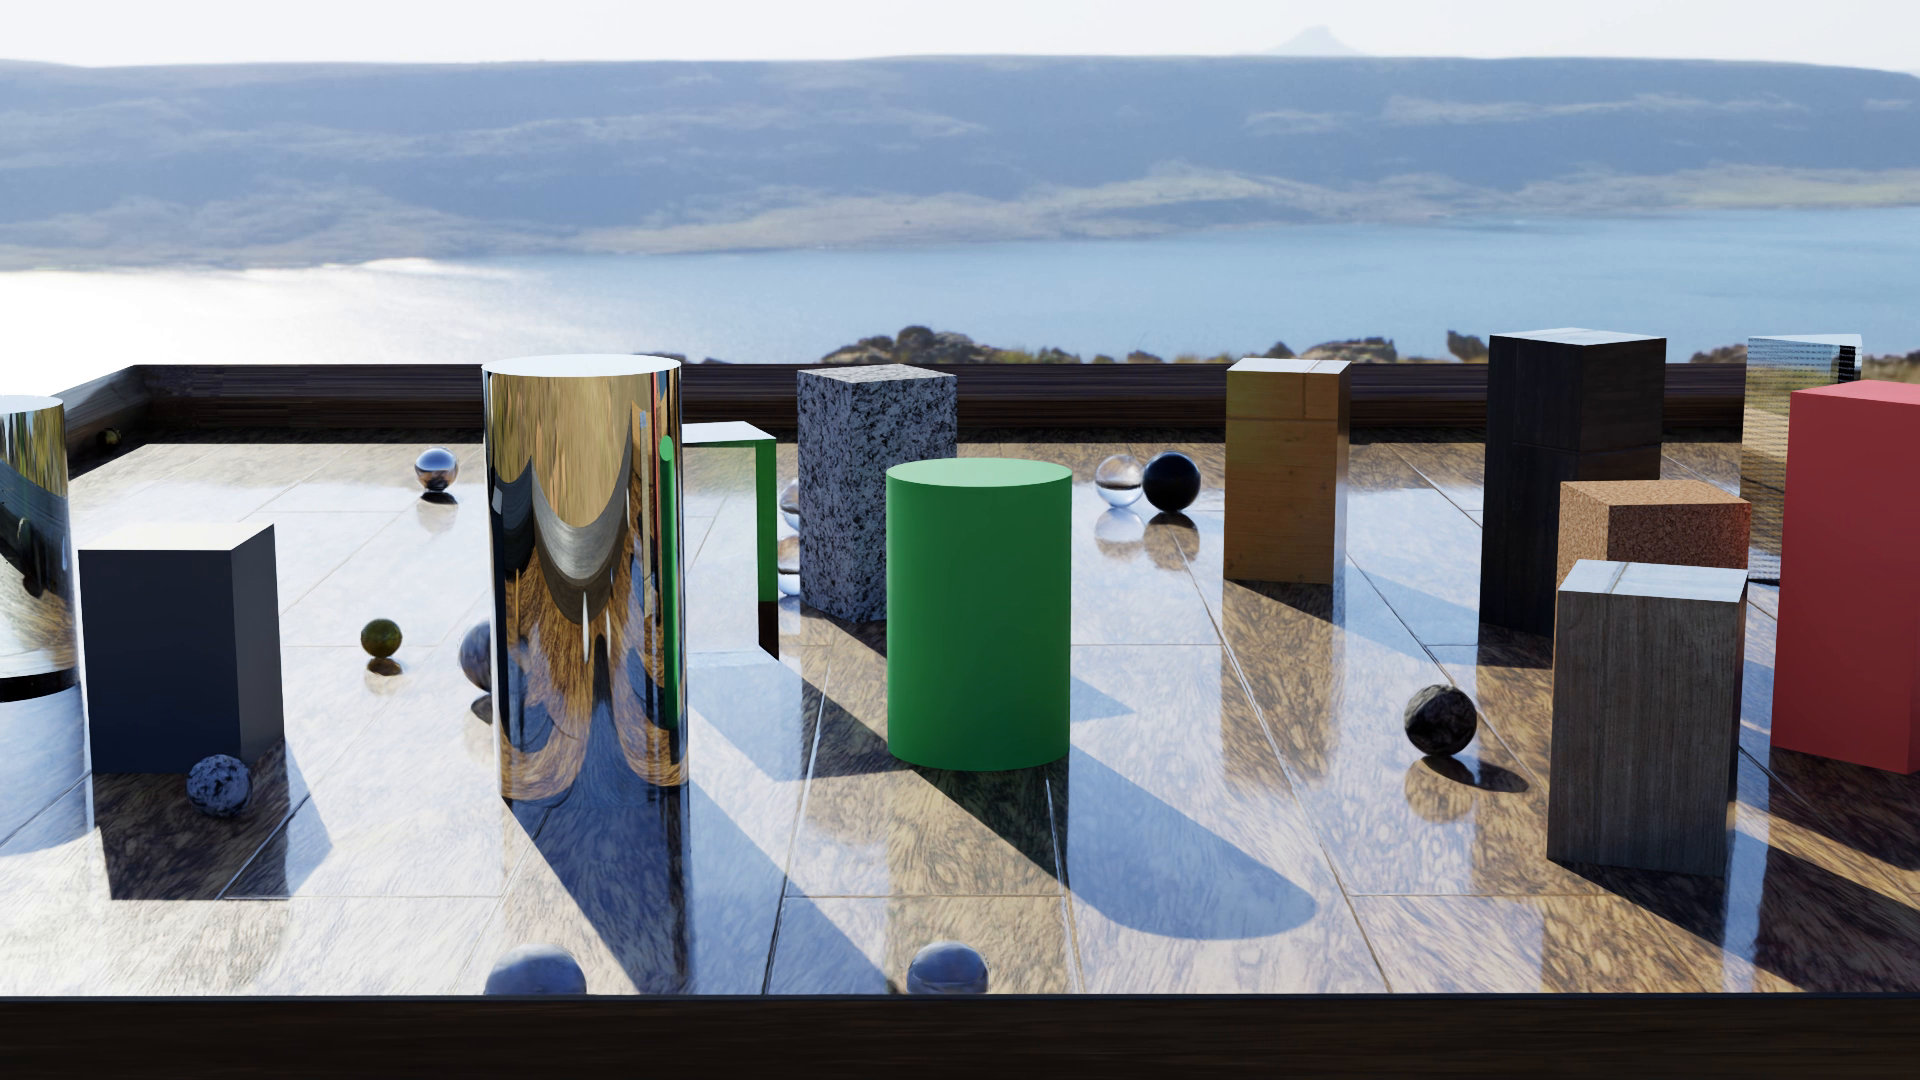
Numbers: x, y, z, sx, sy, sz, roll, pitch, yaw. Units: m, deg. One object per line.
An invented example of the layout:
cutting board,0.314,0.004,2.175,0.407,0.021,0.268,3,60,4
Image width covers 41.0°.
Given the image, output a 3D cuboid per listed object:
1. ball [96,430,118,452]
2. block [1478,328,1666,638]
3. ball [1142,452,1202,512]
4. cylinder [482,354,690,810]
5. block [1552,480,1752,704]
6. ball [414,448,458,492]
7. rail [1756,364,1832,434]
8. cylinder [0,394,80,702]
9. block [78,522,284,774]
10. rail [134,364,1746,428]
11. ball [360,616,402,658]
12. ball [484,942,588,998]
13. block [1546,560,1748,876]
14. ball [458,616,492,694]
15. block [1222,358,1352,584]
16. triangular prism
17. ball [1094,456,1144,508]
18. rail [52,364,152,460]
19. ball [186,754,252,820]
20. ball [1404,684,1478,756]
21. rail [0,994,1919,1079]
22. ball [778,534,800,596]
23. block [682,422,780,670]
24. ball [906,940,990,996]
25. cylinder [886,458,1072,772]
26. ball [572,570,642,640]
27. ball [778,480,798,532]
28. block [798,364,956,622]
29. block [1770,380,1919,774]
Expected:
ball,-1.628,-0.190,4.898,0.041,0.041,0.041,0,10,0
block,0.798,-0.076,3.349,0.158,0.381,0.158,-7,13,-35
ball,0.348,-0.095,4.229,0.099,0.099,0.099,0,10,0
cylinder,-0.378,0.037,2.600,0.198,0.431,0.198,0,10,0
block,0.767,0.076,2.859,0.158,0.262,0.158,-1,11,-6
ball,-0.905,-0.121,4.434,0.075,0.075,0.075,0,10,0
rail,1.639,0.031,3.458,0.045,0.128,3.596,0,10,0
cylinder,-1.151,0.007,3.024,0.198,0.335,0.198,0,10,0
block,-0.824,0.112,2.729,0.158,0.237,0.158,0,10,1
rail,-0.010,-0.290,5.193,3.325,0.128,0.045,0,10,0
ball,-0.719,0.121,3.188,0.052,0.052,0.052,0,10,0
ball,-0.319,0.342,1.928,0.077,0.077,0.077,0,10,0
block,0.646,0.162,2.408,0.158,0.255,0.158,4,11,20
ball,-0.541,0.134,3.006,0.092,0.092,0.092,0,10,0
block,0.474,-0.103,3.714,0.158,0.301,0.158,3,11,14
triangular prism,1.224,-0.113,3.638,0.148,0.349,0.171,-9,14,-41
ball,0.267,-0.097,4.273,0.087,0.087,0.087,0,10,0
rail,-1.639,0.035,3.440,0.045,0.128,3.596,0,10,0
ball,-0.724,0.241,2.509,0.063,0.063,0.063,0,10,0
ball,0.512,0.192,2.735,0.077,0.077,0.077,0,10,0
rail,0.010,0.356,1.704,3.325,0.128,0.045,0,10,0
ball,-0.230,0.034,3.564,0.086,0.086,0.086,0,10,0
block,-0.324,0.005,3.192,0.158,0.279,0.158,-4,11,-19
ball,-0.009,0.340,1.975,0.064,0.064,0.064,0,10,0
cylinder,0.020,0.076,2.750,0.198,0.301,0.198,0,10,0
ball,-0.453,0.083,3.294,0.088,0.088,0.088,0,10,0
ball,-0.241,-0.054,4.038,0.088,0.088,0.088,0,10,0
block,-0.112,-0.067,3.471,0.158,0.319,0.158,-6,12,-30
block,0.990,0.034,2.742,0.158,0.386,0.158,-9,14,-41
